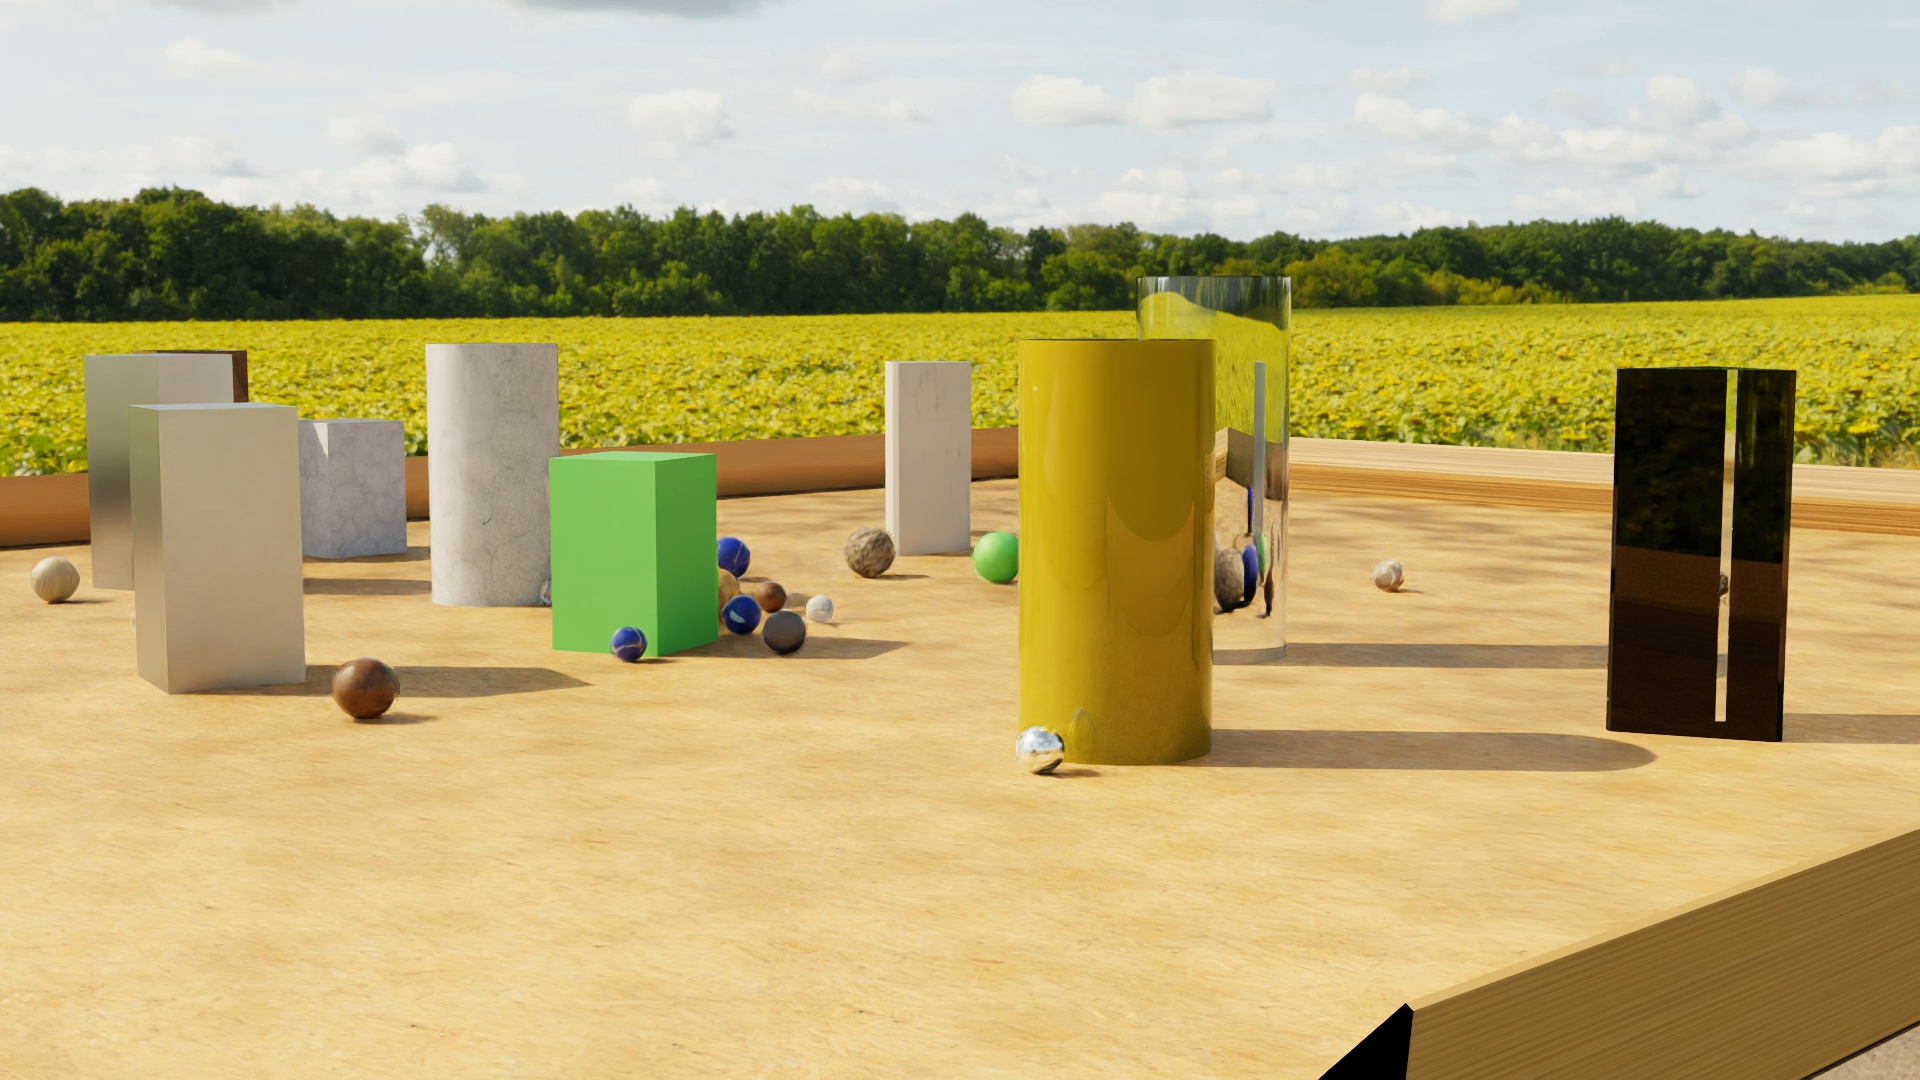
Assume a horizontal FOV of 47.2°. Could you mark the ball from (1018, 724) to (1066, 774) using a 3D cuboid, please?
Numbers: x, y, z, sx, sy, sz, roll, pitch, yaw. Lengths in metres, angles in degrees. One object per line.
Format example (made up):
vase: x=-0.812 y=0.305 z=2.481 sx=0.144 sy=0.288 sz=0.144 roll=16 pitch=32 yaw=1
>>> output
ball: x=0.079 y=0.202 z=2.124 sx=0.047 sy=0.047 sz=0.047 roll=0 pitch=6 yaw=0

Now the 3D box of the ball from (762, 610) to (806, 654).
ball: x=-0.228 y=0.120 z=2.863 sx=0.057 sy=0.057 sz=0.057 roll=0 pitch=6 yaw=0

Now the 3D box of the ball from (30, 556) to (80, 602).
ball: x=-1.386 y=0.061 z=3.367 sx=0.070 sy=0.070 sz=0.070 roll=0 pitch=6 yaw=0

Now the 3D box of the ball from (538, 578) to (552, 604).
ball: x=-0.618 y=0.078 z=3.340 sx=0.042 sy=0.042 sz=0.042 roll=0 pitch=6 yaw=0

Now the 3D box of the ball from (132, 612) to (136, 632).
ball: x=-1.105 y=0.112 z=3.000 sx=0.045 sy=0.045 sz=0.045 roll=0 pitch=6 yaw=0

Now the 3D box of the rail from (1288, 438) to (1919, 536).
rail: x=1.517 y=-0.111 z=4.724 sx=0.045 sy=0.129 sz=3.716 roll=-5 pitch=8 yaw=-42

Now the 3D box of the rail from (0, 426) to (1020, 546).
rail: x=-1.244 y=-0.106 z=4.673 sx=4.174 sy=0.129 sz=0.045 roll=-5 pitch=8 yaw=-42

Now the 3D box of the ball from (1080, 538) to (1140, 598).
ball: x=0.234 y=0.044 z=3.415 sx=0.094 sy=0.094 sz=0.094 roll=0 pitch=6 yaw=0

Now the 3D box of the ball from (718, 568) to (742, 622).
ball: x=-0.353 y=0.078 z=3.157 sx=0.079 sy=0.079 sz=0.079 roll=0 pitch=6 yaw=0

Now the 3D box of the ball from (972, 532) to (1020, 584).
ball: x=0.063 y=0.028 z=3.608 sx=0.085 sy=0.085 sz=0.085 roll=0 pitch=6 yaw=0

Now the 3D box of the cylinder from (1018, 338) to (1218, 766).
cylinder: x=0.159 y=0.005 z=2.238 sx=0.199 sy=0.416 sz=0.199 roll=0 pitch=6 yaw=0

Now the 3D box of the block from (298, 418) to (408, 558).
block: x=-1.138 y=-0.099 z=4.061 sx=0.159 sy=0.244 sz=0.159 roll=5 pitch=8 yaw=42

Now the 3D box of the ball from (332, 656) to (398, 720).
ball: x=-0.650 y=0.162 z=2.404 sx=0.068 sy=0.068 sz=0.068 roll=0 pitch=6 yaw=0

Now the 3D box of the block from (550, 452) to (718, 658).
block: x=-0.432 y=0.015 z=2.928 sx=0.159 sy=0.253 sz=0.159 roll=3 pitch=6 yaw=23

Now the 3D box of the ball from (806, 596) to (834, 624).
ball: x=-0.200 y=0.099 z=3.139 sx=0.041 sy=0.041 sz=0.041 roll=0 pitch=6 yaw=0

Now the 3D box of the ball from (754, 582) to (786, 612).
ball: x=-0.280 y=0.084 z=3.253 sx=0.047 sy=0.047 sz=0.047 roll=0 pitch=6 yaw=0

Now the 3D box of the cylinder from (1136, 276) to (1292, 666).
cylinder: x=0.325 y=-0.095 z=2.846 sx=0.199 sy=0.488 sz=0.199 roll=0 pitch=6 yaw=0

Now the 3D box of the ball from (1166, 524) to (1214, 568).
ball: x=0.396 y=0.015 z=3.791 sx=0.083 sy=0.083 sz=0.083 roll=0 pitch=6 yaw=0

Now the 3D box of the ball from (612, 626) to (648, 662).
ball: x=-0.421 y=0.132 z=2.801 sx=0.045 sy=0.045 sz=0.045 roll=0 pitch=6 yaw=0

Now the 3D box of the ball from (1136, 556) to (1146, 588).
ball: x=0.292 y=0.051 z=3.555 sx=0.051 sy=0.051 sz=0.051 roll=0 pitch=6 yaw=0

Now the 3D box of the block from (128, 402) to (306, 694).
block: x=-0.897 y=0.004 z=2.652 sx=0.159 sy=0.331 sz=0.159 roll=-4 pitch=7 yaw=-32

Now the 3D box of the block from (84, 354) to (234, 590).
block: x=-1.292 y=-0.113 z=3.565 sx=0.159 sy=0.374 sz=0.159 roll=3 pitch=7 yaw=26

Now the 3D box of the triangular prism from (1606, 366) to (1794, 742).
triangular prism: x=0.796 y=0.008 z=2.359 sx=0.173 sy=0.384 sz=0.149 roll=2 pitch=6 yaw=21

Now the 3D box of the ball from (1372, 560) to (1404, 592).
ball: x=0.683 y=0.057 z=3.503 sx=0.051 sy=0.051 sz=0.051 roll=0 pitch=6 yaw=0

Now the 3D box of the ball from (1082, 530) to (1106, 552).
ball: x=0.245 y=0.007 z=4.000 sx=0.047 sy=0.047 sz=0.047 roll=0 pitch=6 yaw=0

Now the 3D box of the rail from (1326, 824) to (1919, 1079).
rail: x=1.244 y=0.173 z=1.991 sx=4.174 sy=0.129 sz=0.045 roll=-5 pitch=8 yaw=-42

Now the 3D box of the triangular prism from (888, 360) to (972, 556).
triangular prism: x=-0.093 y=-0.157 z=4.101 sx=0.173 sy=0.351 sz=0.149 roll=-4 pitch=7 yaw=-37

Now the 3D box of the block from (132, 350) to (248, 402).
block: x=-1.400 y=-0.159 z=4.012 sx=0.159 sy=0.373 sz=0.159 roll=-4 pitch=7 yaw=-35

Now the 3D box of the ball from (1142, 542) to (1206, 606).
ball: x=0.323 y=0.051 z=3.339 sx=0.097 sy=0.097 sz=0.097 roll=0 pitch=6 yaw=0

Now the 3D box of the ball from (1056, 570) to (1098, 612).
ball: x=0.173 y=0.076 z=3.255 sx=0.064 sy=0.064 sz=0.064 roll=0 pitch=6 yaw=0

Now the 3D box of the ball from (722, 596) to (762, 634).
ball: x=-0.301 y=0.103 z=3.031 sx=0.055 sy=0.055 sz=0.055 roll=0 pitch=6 yaw=0

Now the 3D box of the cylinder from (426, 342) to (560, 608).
cylinder: x=-0.719 y=-0.105 z=3.395 sx=0.199 sy=0.394 sz=0.199 roll=0 pitch=6 yaw=0

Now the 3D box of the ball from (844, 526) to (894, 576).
ball: x=-0.151 y=0.020 z=3.692 sx=0.085 sy=0.085 sz=0.085 roll=0 pitch=6 yaw=0

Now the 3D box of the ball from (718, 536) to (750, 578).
ball: x=-0.384 y=0.030 z=3.649 sx=0.073 sy=0.073 sz=0.073 roll=0 pitch=6 yaw=0
